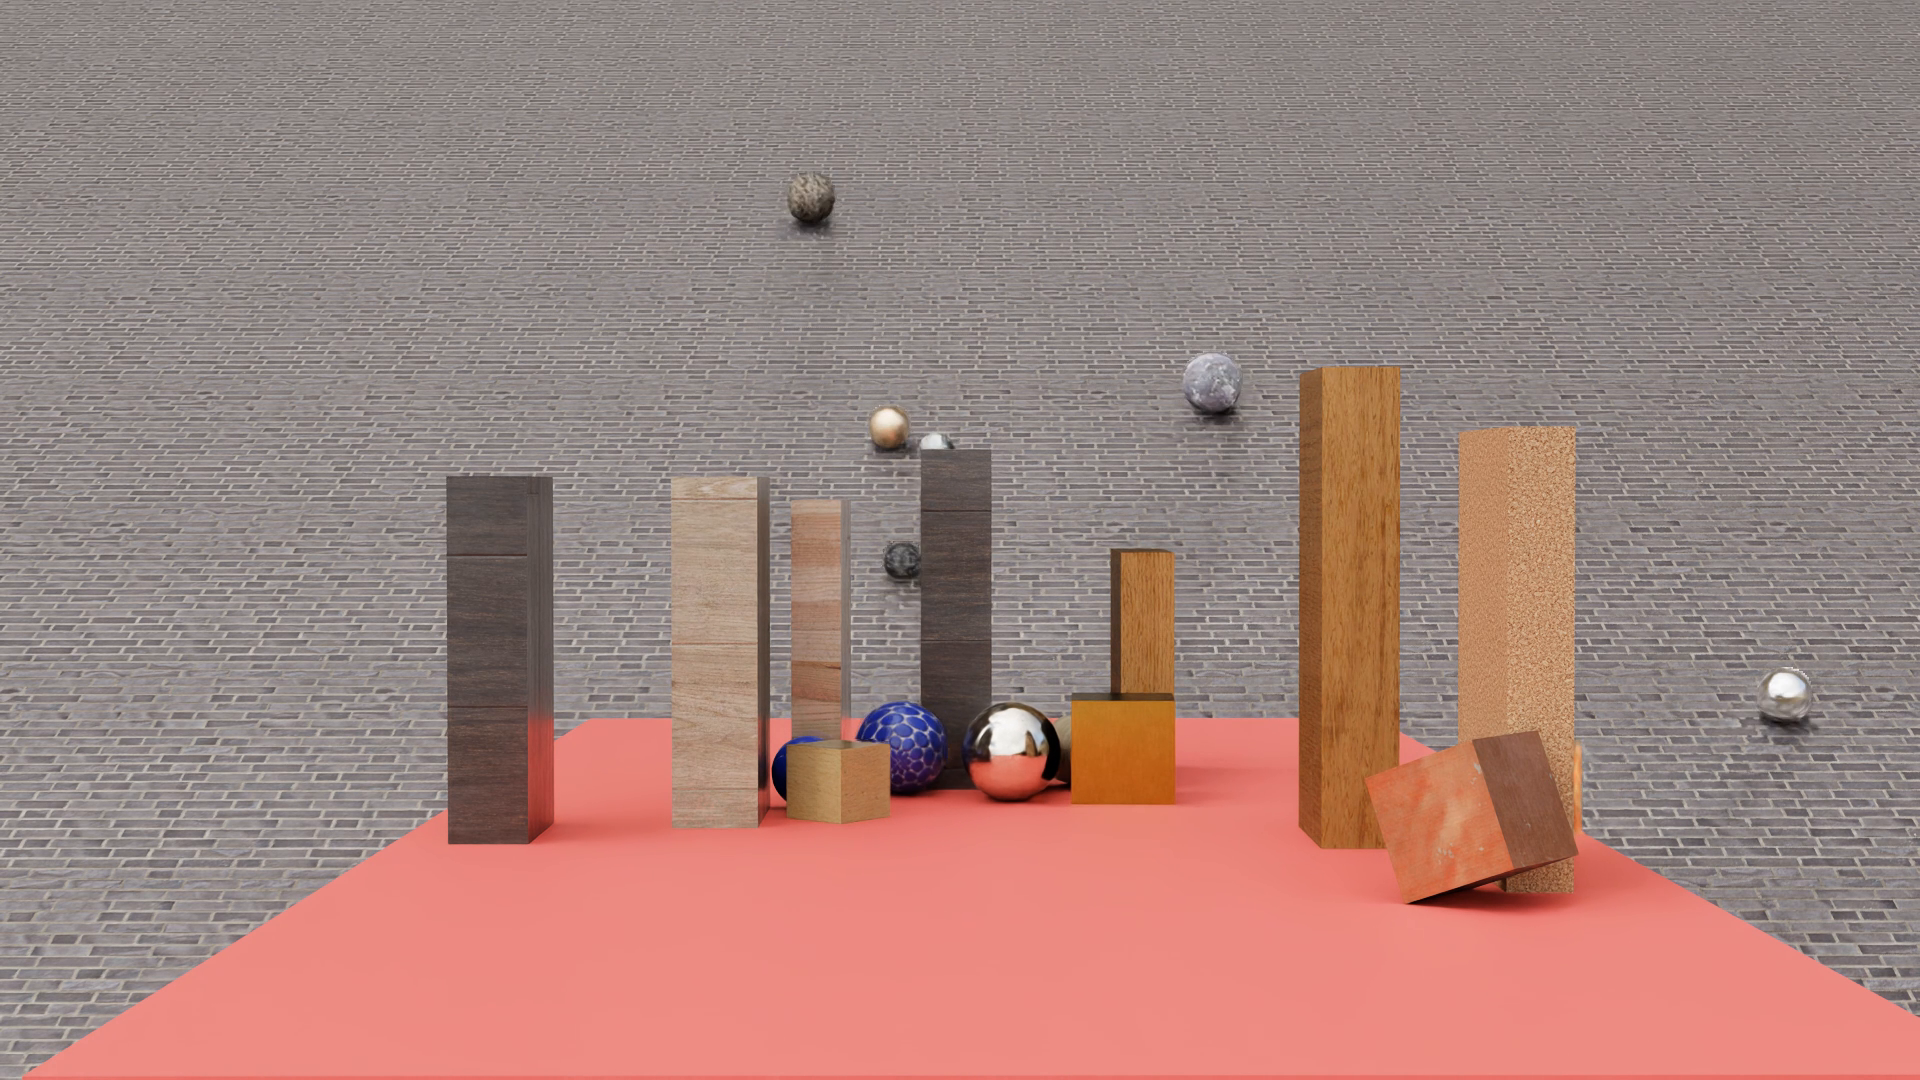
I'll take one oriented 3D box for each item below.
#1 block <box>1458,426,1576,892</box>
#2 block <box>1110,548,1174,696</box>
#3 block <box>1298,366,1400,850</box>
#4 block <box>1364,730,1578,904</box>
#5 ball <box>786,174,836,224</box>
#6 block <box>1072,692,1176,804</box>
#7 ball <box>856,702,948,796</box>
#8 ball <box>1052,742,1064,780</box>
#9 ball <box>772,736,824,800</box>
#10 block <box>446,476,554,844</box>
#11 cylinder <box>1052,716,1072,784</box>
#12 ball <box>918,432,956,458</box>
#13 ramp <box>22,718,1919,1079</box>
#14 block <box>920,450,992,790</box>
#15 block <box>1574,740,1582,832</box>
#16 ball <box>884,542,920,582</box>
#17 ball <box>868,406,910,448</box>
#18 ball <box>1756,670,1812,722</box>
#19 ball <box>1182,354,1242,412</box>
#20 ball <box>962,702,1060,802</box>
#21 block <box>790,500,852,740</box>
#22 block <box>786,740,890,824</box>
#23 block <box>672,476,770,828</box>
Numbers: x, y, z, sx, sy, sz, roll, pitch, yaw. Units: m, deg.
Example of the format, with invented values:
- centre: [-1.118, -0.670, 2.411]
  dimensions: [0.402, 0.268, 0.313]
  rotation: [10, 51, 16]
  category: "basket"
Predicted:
- centre: [0.840, 0.170, 3.915]
  dimensions: [0.097, 0.675, 0.365]
  rotation: [0, 1, 0]
  category: "block"
- centre: [0.370, 0.251, 5.255]
  dimensions: [0.105, 0.460, 0.348]
  rotation: [0, 1, 0]
  category: "block"
- centre: [0.650, 0.108, 4.327]
  dimensions: [0.127, 0.783, 0.278]
  rotation: [0, 1, 0]
  category: "block"
- centre: [0.728, 0.393, 3.670]
  dimensions: [0.185, 0.185, 0.185]
  rotation: [-26, -16, 39]
  category: "block"
- centre: [-0.587, -1.342, 10.147]
  dimensions: [0.191, 0.191, 0.191]
  rotation: [0, 27, 0]
  category: "ball"
- centre: [0.307, 0.392, 4.881]
  dimensions: [0.192, 0.192, 0.192]
  rotation: [0, 1, 3]
  category: "block"
- centre: [-0.112, 0.398, 4.941]
  dimensions: [0.179, 0.179, 0.179]
  rotation: [0, 27, 0]
  category: "ball"
- centre: [0.129, 0.416, 5.001]
  dimensions: [0.142, 0.142, 0.142]
  rotation: [0, 27, 0]
  category: "ball"
- centre: [-0.279, 0.425, 4.730]
  dimensions: [0.134, 0.134, 0.134]
  rotation: [0, 27, 0]
  category: "ball"
- centre: [-0.778, 0.196, 4.385]
  dimensions: [0.132, 0.607, 0.275]
  rotation: [0, 1, 0]
  category: "block"
- centre: [0.247, 0.417, 5.075]
  dimensions: [0.135, 0.135, 0.135]
  rotation: [-12, 6, -23]
  category: "cylinder"
- centre: [-0.073, -0.279, 8.112]
  dimensions: [0.117, 0.117, 0.117]
  rotation: [0, 27, 0]
  category: "ball"
- centre: [0.060, 0.545, 4.581]
  dimensions: [2.000, 0.100, 4.000]
  rotation: [0, 1, 0]
  category: "ramp"
- centre: [-0.008, 0.151, 5.200]
  dimensions: [0.138, 0.662, 0.364]
  rotation: [0, 1, 0]
  category: "block"
- centre: [1.003, 0.424, 4.476]
  dimensions: [0.146, 0.146, 0.146]
  rotation: [0, 1, 13]
  category: "block"
- centre: [-0.162, 0.064, 7.431]
  dimensions: [0.115, 0.115, 0.115]
  rotation: [0, 27, 0]
  category: "ball"
- centre: [-0.226, -0.360, 8.257]
  dimensions: [0.131, 0.131, 0.131]
  rotation: [0, 27, 0]
  category: "ball"
- centre: [2.147, 0.406, 6.723]
  dimensions: [0.139, 0.139, 0.139]
  rotation: [0, 27, 0]
  category: "ball"
- centre: [0.831, -0.517, 8.498]
  dimensions: [0.195, 0.195, 0.195]
  rotation: [0, 27, 0]
  category: "ball"
- centre: [0.096, 0.397, 4.841]
  dimensions: [0.186, 0.186, 0.186]
  rotation: [0, 27, 0]
  category: "ball"
- centre: [-0.267, 0.204, 5.015]
  dimensions: [0.093, 0.565, 0.444]
  rotation: [0, 1, 0]
  category: "block"
- centre: [-0.216, 0.429, 4.599]
  dimensions: [0.131, 0.131, 0.131]
  rotation: [1, 2, 40]
  category: "block"
- centre: [-0.423, 0.191, 4.598]
  dimensions: [0.148, 0.607, 0.300]
  rotation: [0, 1, 0]
  category: "block"
